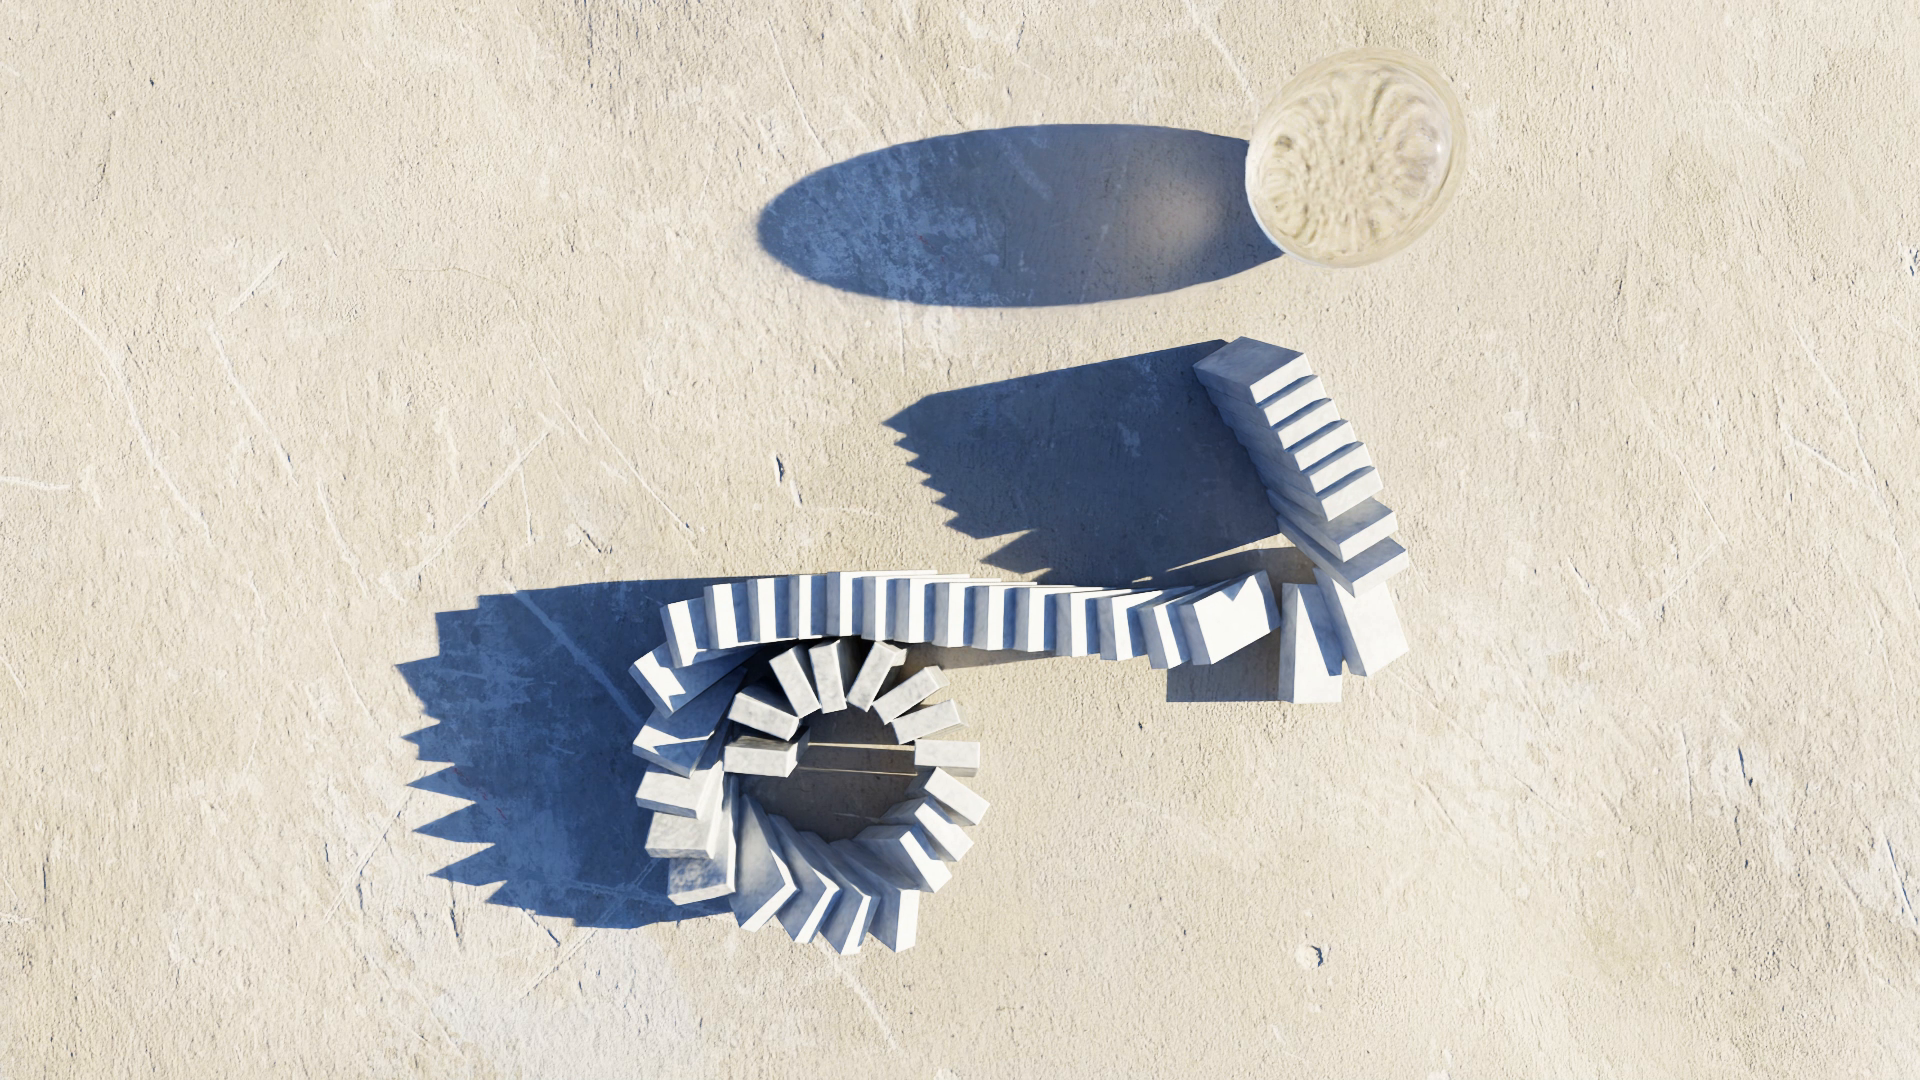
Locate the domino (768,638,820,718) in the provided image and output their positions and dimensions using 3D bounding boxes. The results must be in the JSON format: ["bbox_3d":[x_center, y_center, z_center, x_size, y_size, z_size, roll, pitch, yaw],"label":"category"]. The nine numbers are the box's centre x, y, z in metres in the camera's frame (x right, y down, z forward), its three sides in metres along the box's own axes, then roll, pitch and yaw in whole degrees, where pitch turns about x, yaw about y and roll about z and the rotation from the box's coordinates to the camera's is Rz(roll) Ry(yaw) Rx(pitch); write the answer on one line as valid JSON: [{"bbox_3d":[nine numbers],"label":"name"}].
[{"bbox_3d":[-0.063,0.055,0.375,0.010,0.050,0.025,-28,90,0],"label":"domino"}]

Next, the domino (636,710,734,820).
[{"bbox_3d":[-0.112,0.088,0.380,0.025,0.009,0.050,12,50,0],"label":"domino"}]

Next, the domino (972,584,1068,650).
[{"bbox_3d":[0.027,0.031,0.380,0.050,0.010,0.025,2,90,-40],"label":"domino"}]

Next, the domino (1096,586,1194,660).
[{"bbox_3d":[0.079,0.034,0.381,0.050,0.009,0.025,-5,90,-36],"label":"domino"}]

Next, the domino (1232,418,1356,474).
[{"bbox_3d":[0.135,-0.044,0.375,0.025,0.050,0.009,-31,113,0],"label":"domino"}]

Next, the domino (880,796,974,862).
[{"bbox_3d":[-0.015,0.119,0.376,0.025,0.050,0.009,48,62,0],"label":"domino"}]

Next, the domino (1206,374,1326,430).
[{"bbox_3d":[0.124,-0.061,0.375,0.025,0.050,0.010,-31,113,0],"label":"domino"}]

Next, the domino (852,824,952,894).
[{"bbox_3d":[-0.025,0.130,0.376,0.009,0.050,0.025,-34,92,-33],"label":"domino"}]

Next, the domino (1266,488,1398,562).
[{"bbox_3d":[0.152,-0.013,0.376,0.025,0.050,0.010,-31,123,0],"label":"domino"}]

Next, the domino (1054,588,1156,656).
[{"bbox_3d":[0.061,0.033,0.381,0.050,0.010,0.025,-1,90,-37],"label":"domino"}]

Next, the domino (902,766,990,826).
[{"bbox_3d":[-0.007,0.106,0.375,0.025,0.050,0.010,35,68,0],"label":"domino"}]

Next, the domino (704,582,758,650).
[{"bbox_3d":[-0.080,0.029,0.380,0.050,0.009,0.025,-5,87,-39],"label":"domino"}]

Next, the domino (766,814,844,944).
[{"bbox_3d":[-0.071,0.139,0.379,0.050,0.010,0.025,32,90,44],"label":"domino"}]

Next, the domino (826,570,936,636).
[{"bbox_3d":[-0.032,0.025,0.380,0.050,0.010,0.025,1,90,-42],"label":"domino"}]

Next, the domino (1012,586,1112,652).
[{"bbox_3d":[0.044,0.032,0.381,0.050,0.010,0.025,2,90,-38],"label":"domino"}]

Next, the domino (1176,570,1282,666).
[{"bbox_3d":[0.113,0.032,0.381,0.050,0.010,0.025,-19,92,-36],"label":"domino"}]

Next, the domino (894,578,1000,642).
[{"bbox_3d":[-0.004,0.028,0.379,0.050,0.009,0.025,2,89,-42],"label":"domino"}]

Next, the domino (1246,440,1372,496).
[{"bbox_3d":[0.141,-0.035,0.375,0.025,0.050,0.010,-31,113,0],"label":"domino"}]

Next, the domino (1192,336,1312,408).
[{"bbox_3d":[0.118,-0.070,0.375,0.025,0.050,0.009,-31,113,0],"label":"domino"}]

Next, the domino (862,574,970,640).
[{"bbox_3d":[-0.018,0.027,0.380,0.050,0.009,0.025,0,90,-42],"label":"domino"}]

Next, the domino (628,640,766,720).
[{"bbox_3d":[-0.108,0.049,0.379,0.025,0.010,0.050,52,47,1],"label":"domino"}]

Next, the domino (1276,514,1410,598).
[{"bbox_3d":[0.156,0.000,0.378,0.025,0.050,0.009,-31,129,0],"label":"domino"}]

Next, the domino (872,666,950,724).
[{"bbox_3d":[-0.019,0.063,0.375,0.025,0.050,0.009,-34,82,0],"label":"domino"}]

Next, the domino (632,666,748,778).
[{"bbox_3d":[-0.111,0.070,0.380,0.025,0.010,0.050,24,49,0],"label":"domino"}]

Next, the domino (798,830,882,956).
[{"bbox_3d":[-0.055,0.145,0.378,0.010,0.050,0.025,19,94,-45],"label":"domino"}]

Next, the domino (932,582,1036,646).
[{"bbox_3d":[0.011,0.030,0.380,0.050,0.009,0.025,2,90,-42],"label":"domino"}]

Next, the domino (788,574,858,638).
[{"bbox_3d":[-0.047,0.027,0.381,0.050,0.010,0.025,1,90,-39],"label":"domino"}]

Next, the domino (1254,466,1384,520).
[{"bbox_3d":[0.146,-0.026,0.375,0.025,0.050,0.010,-31,113,0],"label":"domino"}]

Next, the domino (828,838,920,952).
[{"bbox_3d":[-0.037,0.145,0.377,0.009,0.050,0.025,0,98,-42],"label":"domino"}]

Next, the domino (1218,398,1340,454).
[{"bbox_3d":[0.129,-0.052,0.375,0.025,0.050,0.009,-31,113,0],"label":"domino"}]

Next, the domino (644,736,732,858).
[{"bbox_3d":[-0.111,0.105,0.380,0.025,0.009,0.050,1,49,1],"label":"domino"}]

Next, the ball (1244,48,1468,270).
[{"bbox_3d":[0.154,-0.148,0.360,0.080,0.080,0.080,0,90,0],"label":"ball"}]

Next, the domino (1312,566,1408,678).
[{"bbox_3d":[0.170,0.029,0.388,0.025,0.010,0.050,-26,99,-18],"label":"domino"}]

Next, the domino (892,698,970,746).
[{"bbox_3d":[-0.011,0.075,0.375,0.025,0.050,0.009,-20,76,0],"label":"domino"}]

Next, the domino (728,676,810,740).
[{"bbox_3d":[-0.076,0.068,0.375,0.025,0.050,0.010,20,90,0],"label":"domino"}]

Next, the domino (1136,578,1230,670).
[{"bbox_3d":[0.097,0.034,0.381,0.050,0.009,0.025,-15,90,-36],"label":"domino"}]

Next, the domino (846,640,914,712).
[{"bbox_3d":[-0.032,0.053,0.375,0.009,0.050,0.025,27,90,5],"label":"domino"}]

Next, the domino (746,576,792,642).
[{"bbox_3d":[-0.063,0.027,0.381,0.050,0.009,0.025,-3,90,-39],"label":"domino"}]

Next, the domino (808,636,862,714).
[{"bbox_3d":[-0.049,0.053,0.375,0.009,0.050,0.025,-12,90,3],"label":"domino"}]

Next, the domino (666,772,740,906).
[{"bbox_3d":[-0.106,0.122,0.379,0.025,0.010,0.050,-12,48,2],"label":"domino"}]

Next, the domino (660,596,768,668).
[{"bbox_3d":[-0.096,0.034,0.380,0.050,0.009,0.025,-13,86,-40],"label":"domino"}]

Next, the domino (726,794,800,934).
[{"bbox_3d":[-0.087,0.133,0.379,0.025,0.010,0.050,-43,45,0],"label":"domino"}]

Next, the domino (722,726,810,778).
[{"bbox_3d":[-0.078,0.085,0.375,0.025,0.050,0.010,5,90,0],"label":"domino"}]

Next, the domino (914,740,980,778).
[{"bbox_3d":[-0.005,0.090,0.375,0.025,0.050,0.010,3,71,0],"label":"domino"}]

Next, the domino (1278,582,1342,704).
[{"bbox_3d":[0.150,0.044,0.391,0.025,0.009,0.050,2,90,-20],"label":"domino"}]
